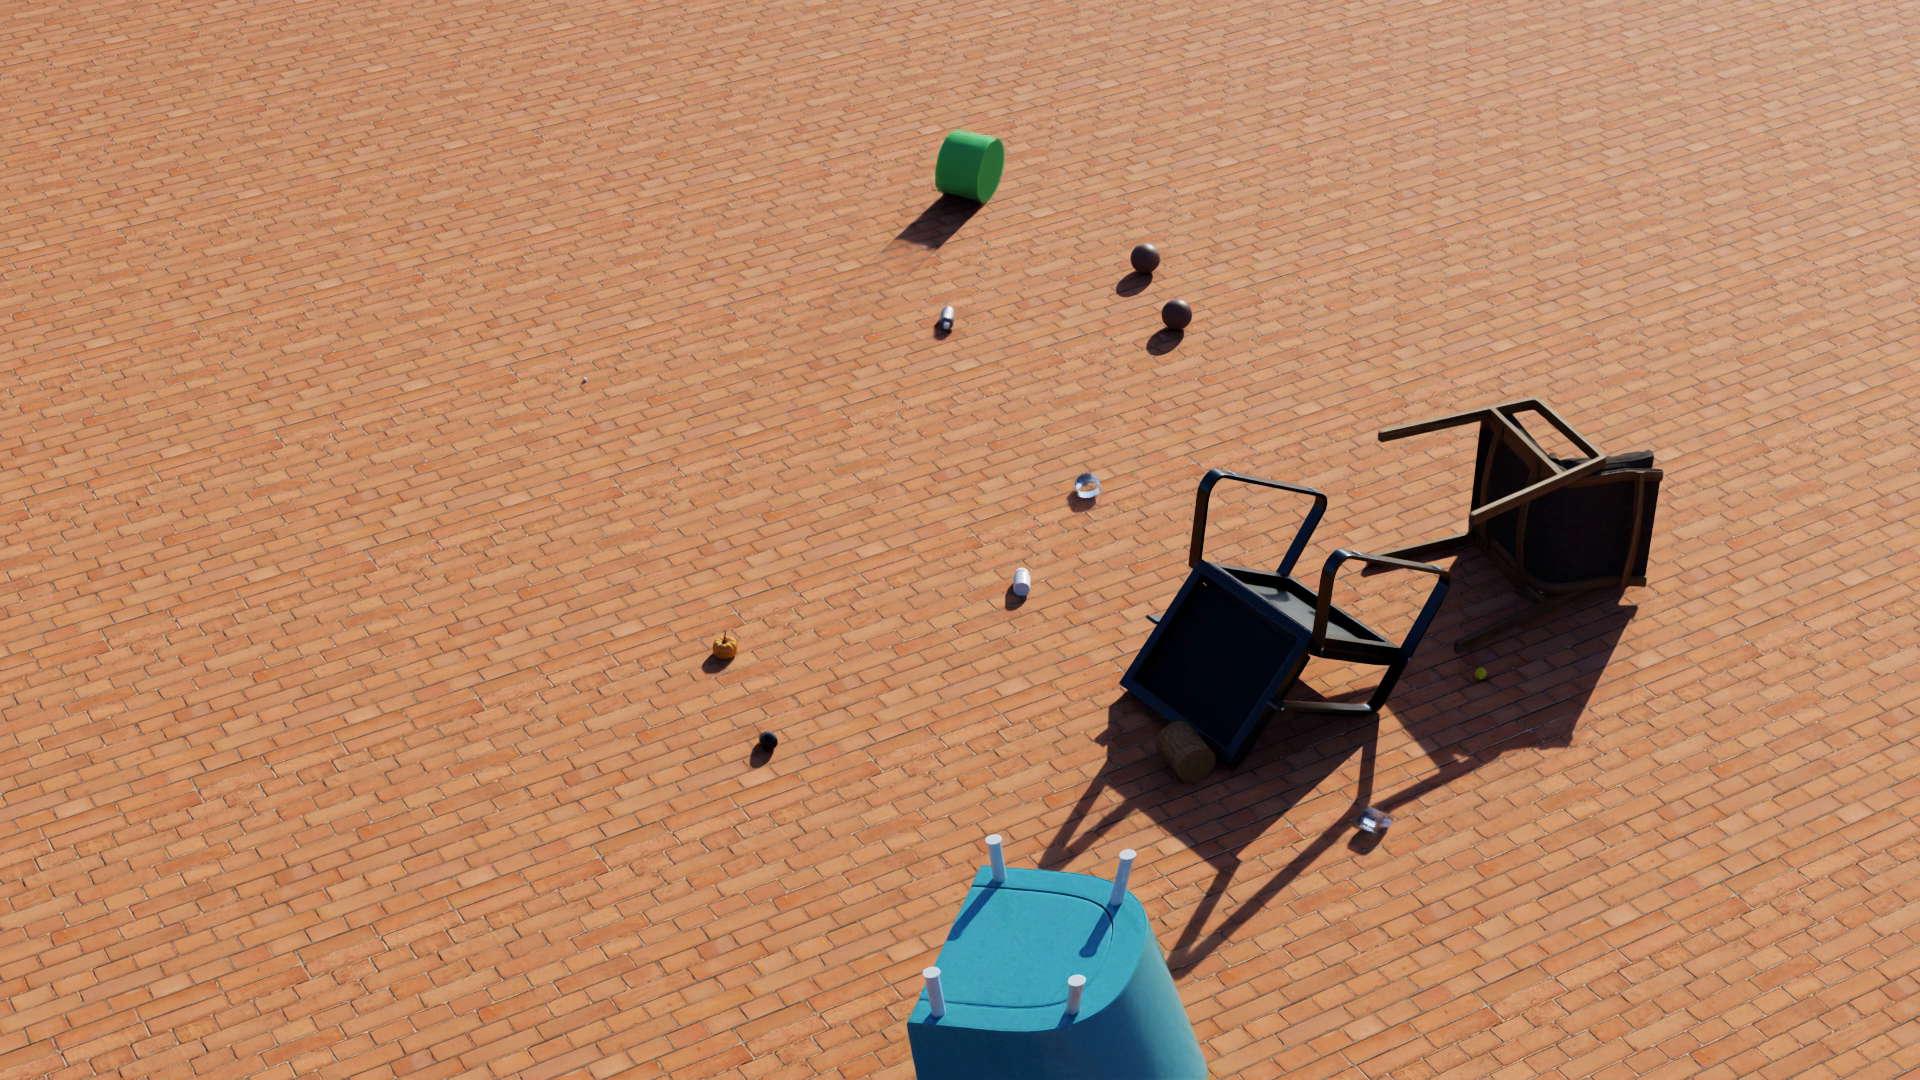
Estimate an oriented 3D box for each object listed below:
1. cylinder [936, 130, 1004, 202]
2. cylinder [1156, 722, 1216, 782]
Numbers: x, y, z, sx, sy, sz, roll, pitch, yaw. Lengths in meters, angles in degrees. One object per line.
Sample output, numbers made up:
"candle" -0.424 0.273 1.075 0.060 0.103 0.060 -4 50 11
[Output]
"cylinder" 0.043 -1.688 13.252 0.211 0.290 0.255 16 -2 22
"cylinder" 0.751 0.703 9.756 0.143 0.133 0.165 -9 34 -21
